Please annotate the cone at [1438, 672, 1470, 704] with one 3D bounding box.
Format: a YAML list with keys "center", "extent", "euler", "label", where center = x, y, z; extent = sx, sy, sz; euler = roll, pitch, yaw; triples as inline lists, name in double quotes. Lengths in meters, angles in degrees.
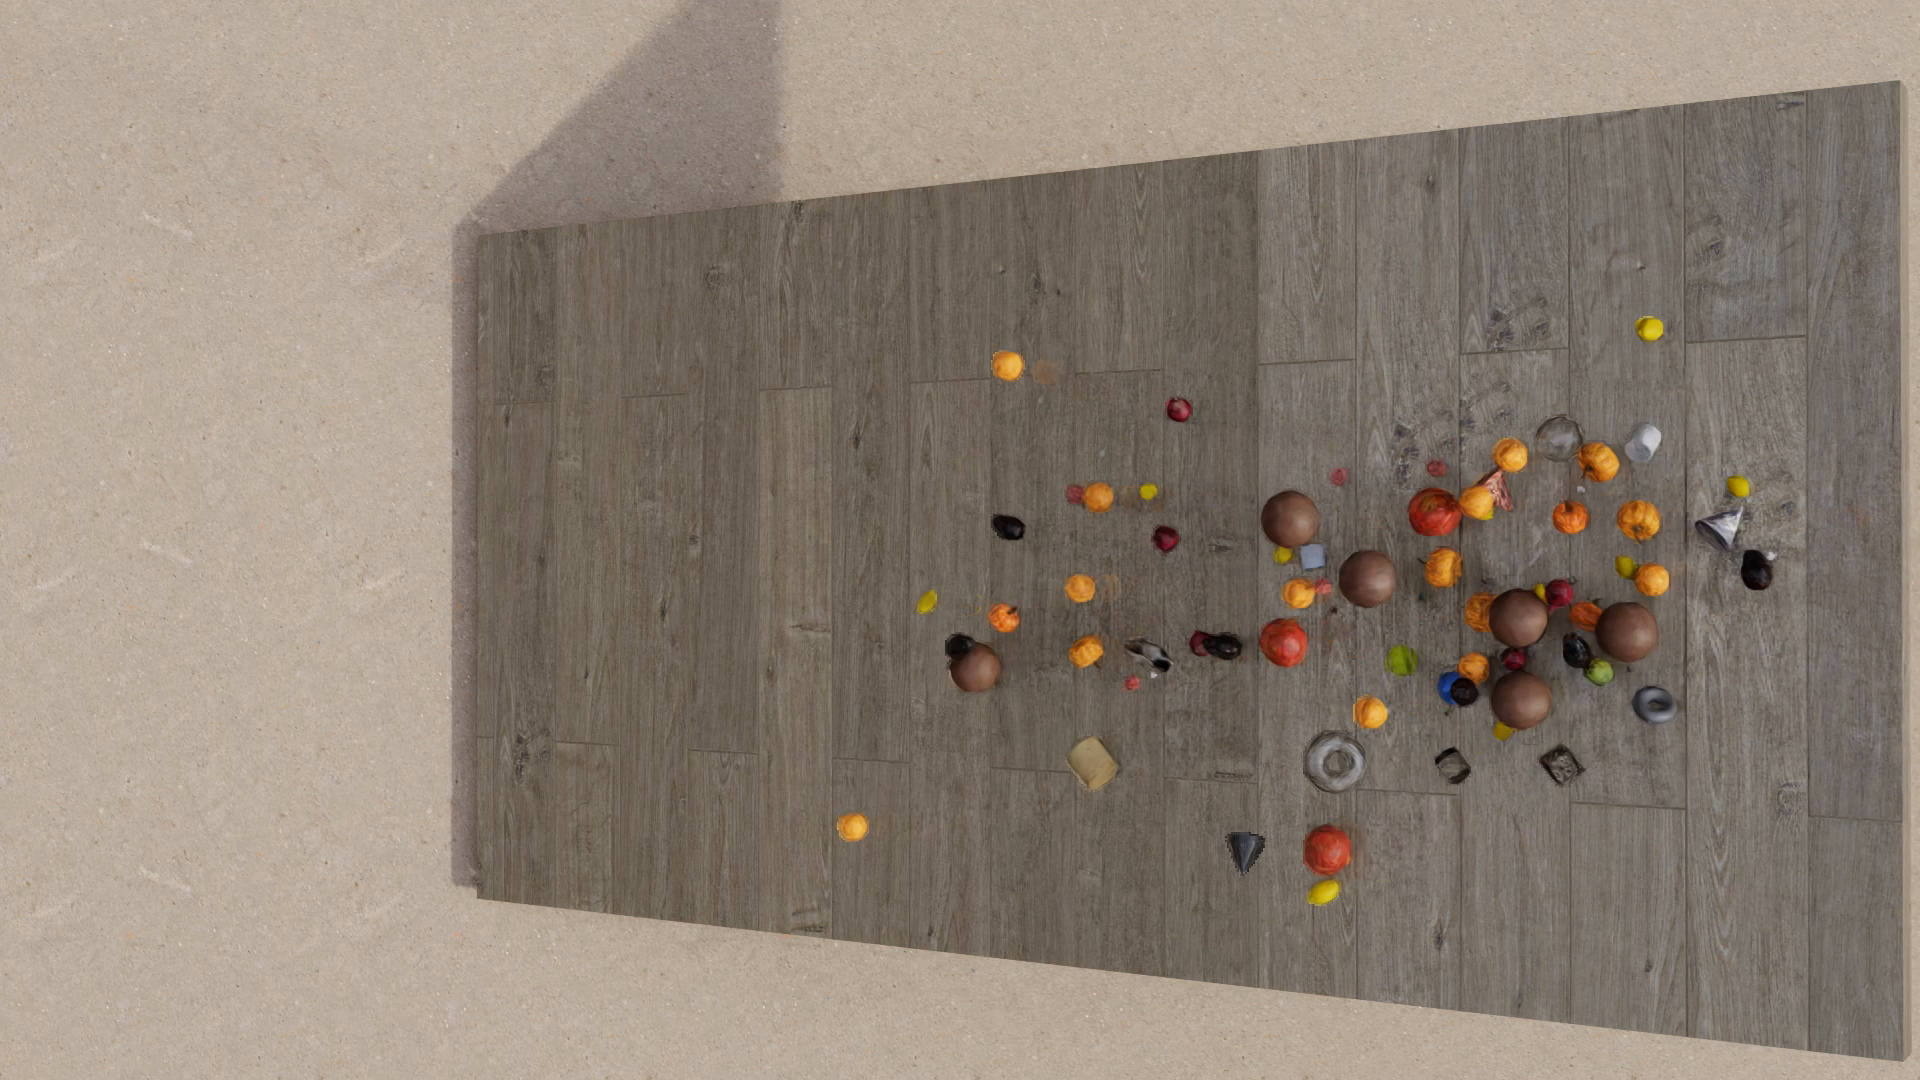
- center: [1.100, 0.335, 4.953]
  extent: [0.077, 0.077, 0.077]
  euler: [0, 89, 33]
  label: "cone"

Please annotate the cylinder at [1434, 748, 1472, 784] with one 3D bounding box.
- center: [1.106, 0.507, 4.931]
  extent: [0.060, 0.060, 0.060]
  euler: [-31, 55, 0]
  label: "cylinder"

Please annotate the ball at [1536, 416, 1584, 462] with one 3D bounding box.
- center: [1.291, -0.217, 4.738]
  extent: [0.099, 0.099, 0.099]
  euler: [0, 89, 0]
  label: "ball"

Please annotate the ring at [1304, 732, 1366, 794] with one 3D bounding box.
- center: [0.863, 0.512, 5.057]
  extent: [0.143, 0.048, 0.143]
  euler: [0, 91, -3]
  label: "ring"

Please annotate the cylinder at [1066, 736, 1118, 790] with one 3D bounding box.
- center: [0.328, 0.550, 5.431]
  extent: [0.093, 0.093, 0.093]
  euler: [-38, 65, 0]
  label: "cylinder"

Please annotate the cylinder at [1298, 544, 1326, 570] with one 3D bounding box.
- center: [0.824, 0.040, 5.144]
  extent: [0.054, 0.054, 0.054]
  euler: [-9, 85, 0]
  label: "cylinder"

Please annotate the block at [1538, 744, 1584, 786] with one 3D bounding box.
- center: [1.313, 0.491, 4.799]
  extent: [0.060, 0.060, 0.060]
  euler: [-37, 100, 0]
  label: "block"

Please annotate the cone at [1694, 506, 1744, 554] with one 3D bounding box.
- center: [1.622, -0.038, 4.644]
  extent: [0.095, 0.095, 0.095]
  euler: [-43, 90, -4]
  label: "cone"

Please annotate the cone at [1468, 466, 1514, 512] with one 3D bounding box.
- center: [1.202, -0.097, 4.903]
  extent: [0.099, 0.099, 0.099]
  euler: [-43, 89, 0]
  label: "cone"

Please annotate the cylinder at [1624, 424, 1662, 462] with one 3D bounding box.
- center: [1.466, -0.208, 4.720]
  extent: [0.060, 0.060, 0.060]
  euler: [39, 56, 0]
  label: "cylinder"

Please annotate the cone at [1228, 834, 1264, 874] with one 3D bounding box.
- center: [0.633, 0.710, 4.904]
  extent: [0.081, 0.081, 0.081]
  euler: [11, 62, 0]
  label: "cone"

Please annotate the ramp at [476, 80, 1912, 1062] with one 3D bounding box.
- center: [0.259, 0.071, 5.597]
  extent: [4.000, 0.100, 2.000]
  euler: [0, 89, 33]
  label: "ramp"

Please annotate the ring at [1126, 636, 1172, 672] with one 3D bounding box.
- center: [0.458, 0.278, 5.328]
  extent: [0.123, 0.123, 0.041]
  euler: [33, 74, 0]
  label: "ring"

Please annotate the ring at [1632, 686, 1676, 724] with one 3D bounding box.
- center: [1.483, 0.353, 4.697]
  extent: [0.094, 0.031, 0.094]
  euler: [1, 47, -1]
  label: "ring"
